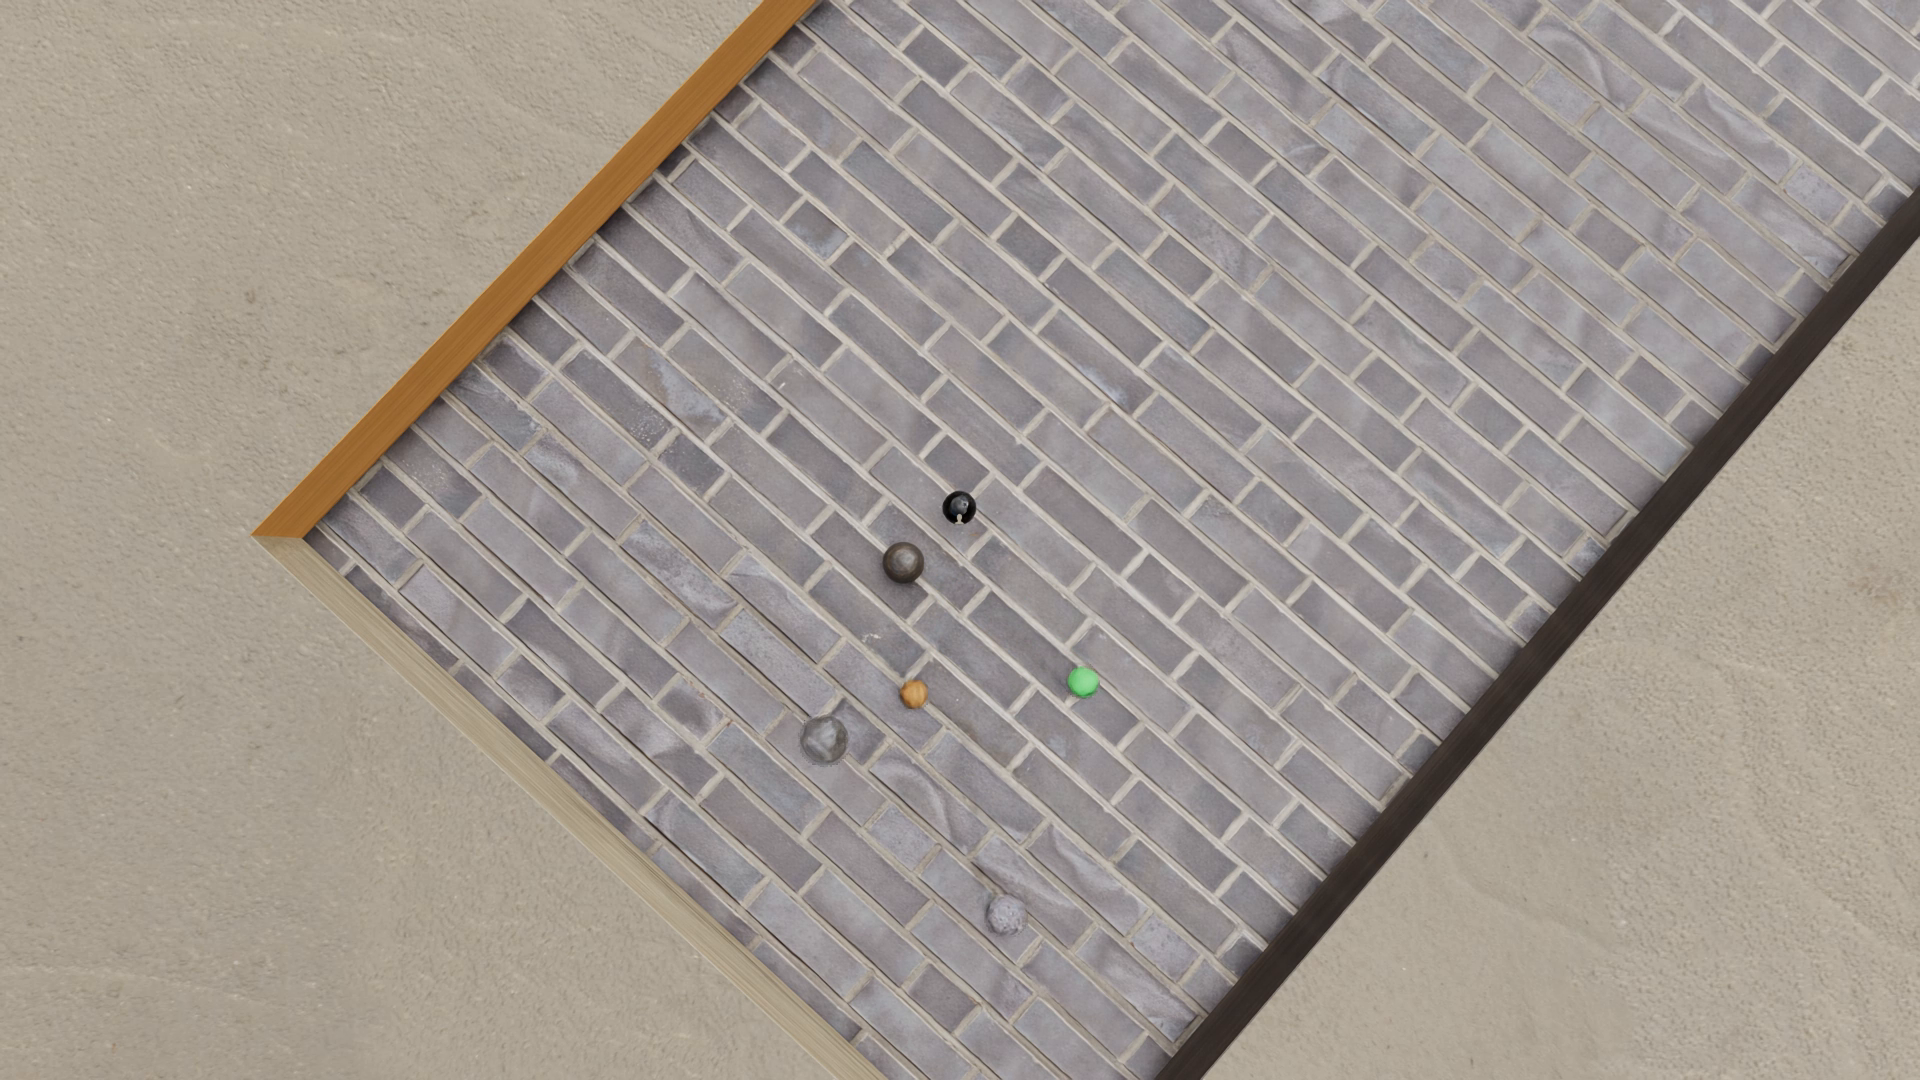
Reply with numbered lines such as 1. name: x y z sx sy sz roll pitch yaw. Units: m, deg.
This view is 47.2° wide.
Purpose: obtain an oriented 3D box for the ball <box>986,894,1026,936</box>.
1. ball: 0.067 0.544 3.193 0.059 0.059 0.059 0 80 0

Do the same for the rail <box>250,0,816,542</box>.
1. rail: -0.094 -1.010 3.436 0.045 0.093 2.792 41 83 6

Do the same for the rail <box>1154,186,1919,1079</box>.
1. rail: 1.025 -0.023 3.270 0.045 0.093 2.792 41 83 6

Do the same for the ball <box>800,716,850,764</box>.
1. ball: -0.199 0.293 3.229 0.072 0.072 0.072 0 80 0

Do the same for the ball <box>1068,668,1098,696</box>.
1. ball: 0.181 0.210 3.257 0.043 0.043 0.043 0 80 0

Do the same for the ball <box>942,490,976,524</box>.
1. ball: -0.001 -0.048 3.296 0.052 0.052 0.052 0 80 0

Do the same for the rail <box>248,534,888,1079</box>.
1. rail: -0.449 0.493 3.184 1.549 0.093 0.045 41 83 6

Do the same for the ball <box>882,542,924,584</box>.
1. ball: -0.084 0.034 3.277 0.063 0.063 0.063 0 80 0

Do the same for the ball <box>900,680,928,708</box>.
1. ball: -0.067 0.227 3.256 0.041 0.041 0.041 0 80 0
